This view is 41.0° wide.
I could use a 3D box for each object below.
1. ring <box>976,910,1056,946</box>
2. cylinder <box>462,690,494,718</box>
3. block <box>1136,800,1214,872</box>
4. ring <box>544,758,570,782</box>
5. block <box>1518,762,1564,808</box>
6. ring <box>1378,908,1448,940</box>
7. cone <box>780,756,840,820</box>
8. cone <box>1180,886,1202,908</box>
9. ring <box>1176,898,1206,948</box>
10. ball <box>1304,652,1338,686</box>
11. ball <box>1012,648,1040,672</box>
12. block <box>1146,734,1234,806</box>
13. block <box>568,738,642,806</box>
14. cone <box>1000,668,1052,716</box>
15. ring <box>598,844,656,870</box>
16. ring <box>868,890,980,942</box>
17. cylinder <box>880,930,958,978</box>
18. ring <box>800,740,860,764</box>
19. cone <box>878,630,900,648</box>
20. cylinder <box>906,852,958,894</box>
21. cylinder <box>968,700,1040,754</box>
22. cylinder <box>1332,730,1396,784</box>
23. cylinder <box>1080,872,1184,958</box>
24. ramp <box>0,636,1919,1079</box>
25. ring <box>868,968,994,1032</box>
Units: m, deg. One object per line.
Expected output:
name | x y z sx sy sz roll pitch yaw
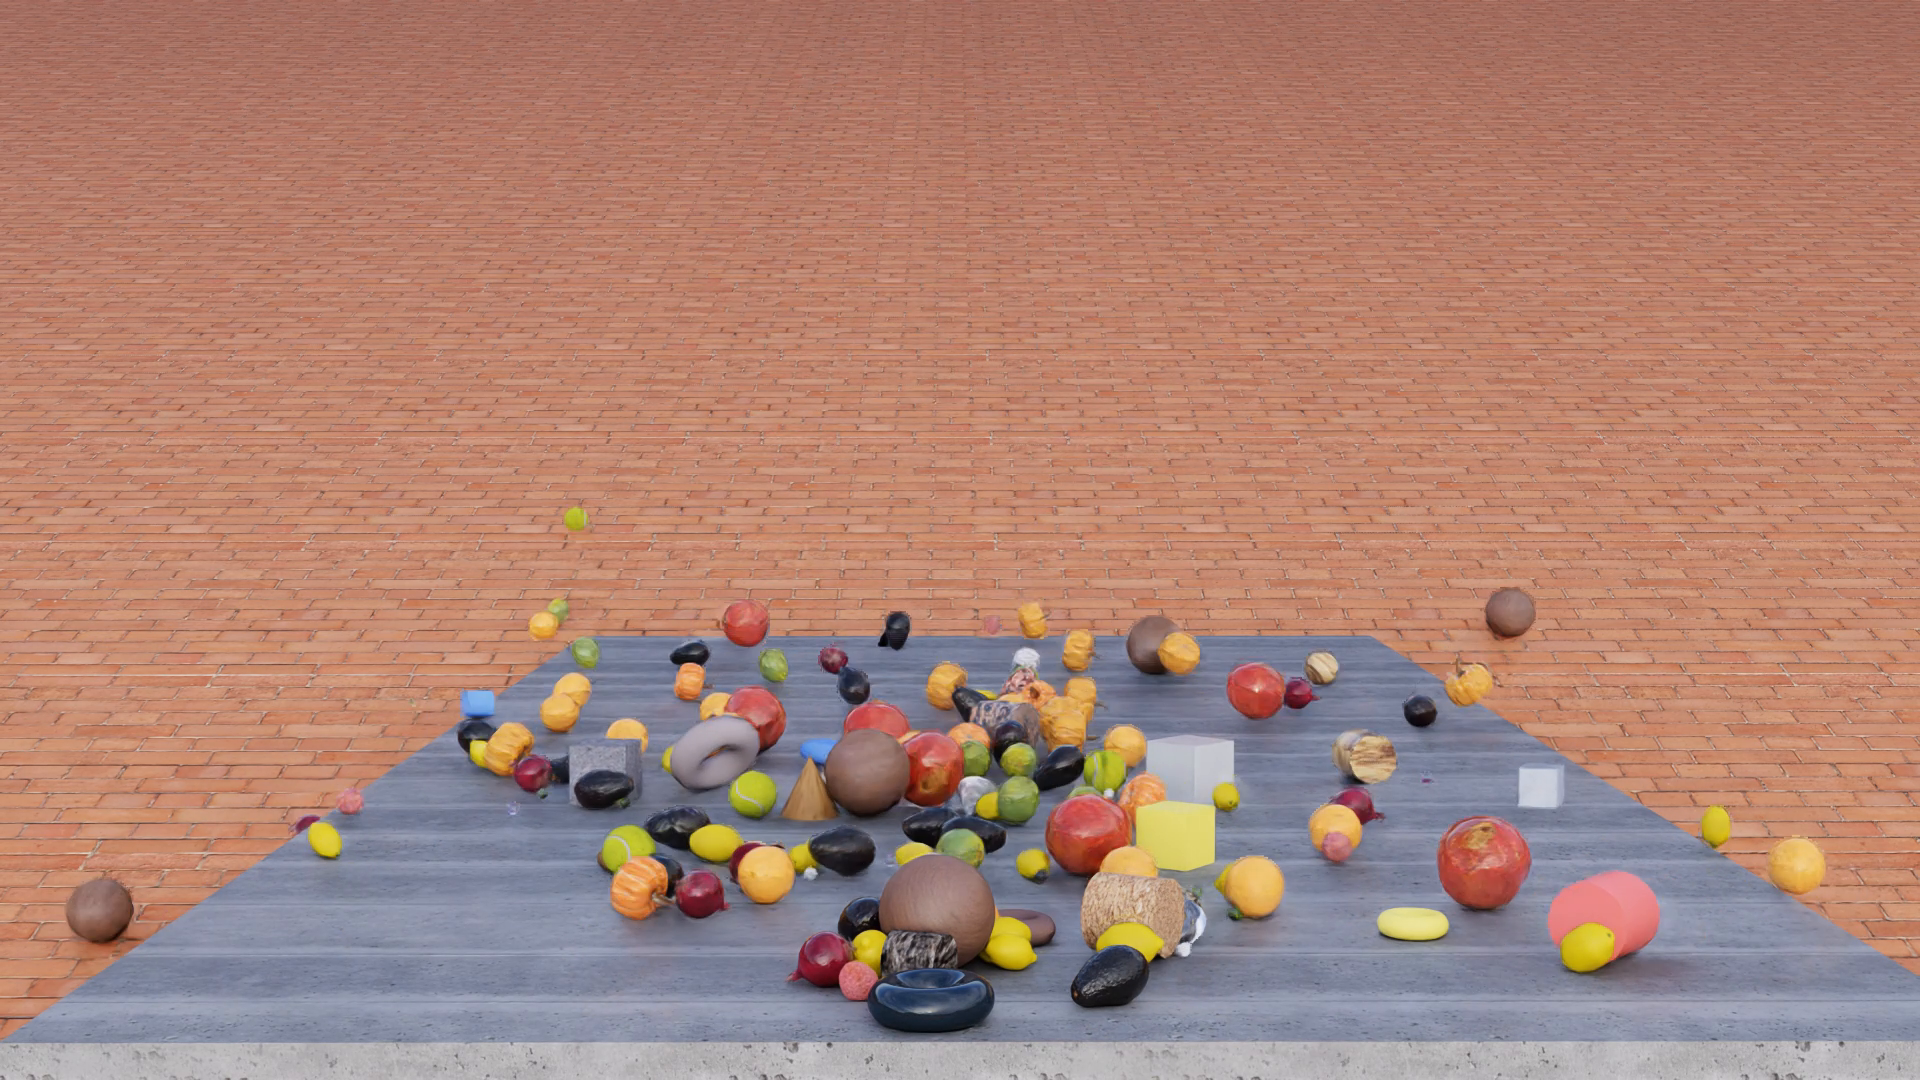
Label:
ring | 0.065 0.452 2.989 0.093 0.031 0.093 1 3 0
cylinder | -0.931 0.316 4.956 0.051 0.051 0.051 3 16 -28
block | 0.291 0.398 3.463 0.077 0.077 0.077 3 4 35
ring | -0.630 0.375 4.193 0.098 0.033 0.098 -1 5 0
block | 0.896 0.377 3.954 0.058 0.058 0.058 2 4 24
ring | 0.532 0.451 3.019 0.084 0.028 0.084 0 2 0
cone | -0.225 0.367 3.849 0.091 0.091 0.091 0 4 0
cone | 0.245 0.451 3.014 0.065 0.065 0.065 7 32 19
ring | 0.248 0.444 2.974 0.076 0.025 0.076 -11 30 7
ball | 0.770 0.273 5.476 0.072 0.072 0.072 0 20 0
ball | 0.147 0.267 5.654 0.062 0.062 0.062 0 20 0
block | 0.356 0.357 3.968 0.095 0.095 0.095 4 5 44
block | -0.551 0.359 3.990 0.090 0.090 0.090 0 4 8
cone | 0.146 0.317 5.013 0.099 0.099 0.099 35 36 32
ring | -0.447 0.425 3.443 0.080 0.027 0.080 -1 2 0
ring | -0.042 0.444 3.018 0.134 0.045 0.134 0 5 0
cylinder | -0.043 0.451 2.750 0.062 0.062 0.062 2 19 25
ring | -0.222 0.361 4.377 0.102 0.034 0.102 5 3 0
cone | -0.163 0.250 6.234 0.050 0.050 0.050 30 31 23
cylinder | -0.035 0.424 3.181 0.062 0.062 0.062 1 4 2
cylinder | 0.078 0.327 4.485 0.090 0.090 0.090 2 17 37
cylinder | 0.657 0.352 4.180 0.079 0.079 0.079 -5 5 -14
cylinder | 0.197 0.427 2.925 0.089 0.089 0.089 2 18 28
ramp | 0.046 0.419 4.534 2.000 0.100 4.000 0 4 0
ring | -0.030 0.469 2.621 0.131 0.044 0.131 -1 4 0
